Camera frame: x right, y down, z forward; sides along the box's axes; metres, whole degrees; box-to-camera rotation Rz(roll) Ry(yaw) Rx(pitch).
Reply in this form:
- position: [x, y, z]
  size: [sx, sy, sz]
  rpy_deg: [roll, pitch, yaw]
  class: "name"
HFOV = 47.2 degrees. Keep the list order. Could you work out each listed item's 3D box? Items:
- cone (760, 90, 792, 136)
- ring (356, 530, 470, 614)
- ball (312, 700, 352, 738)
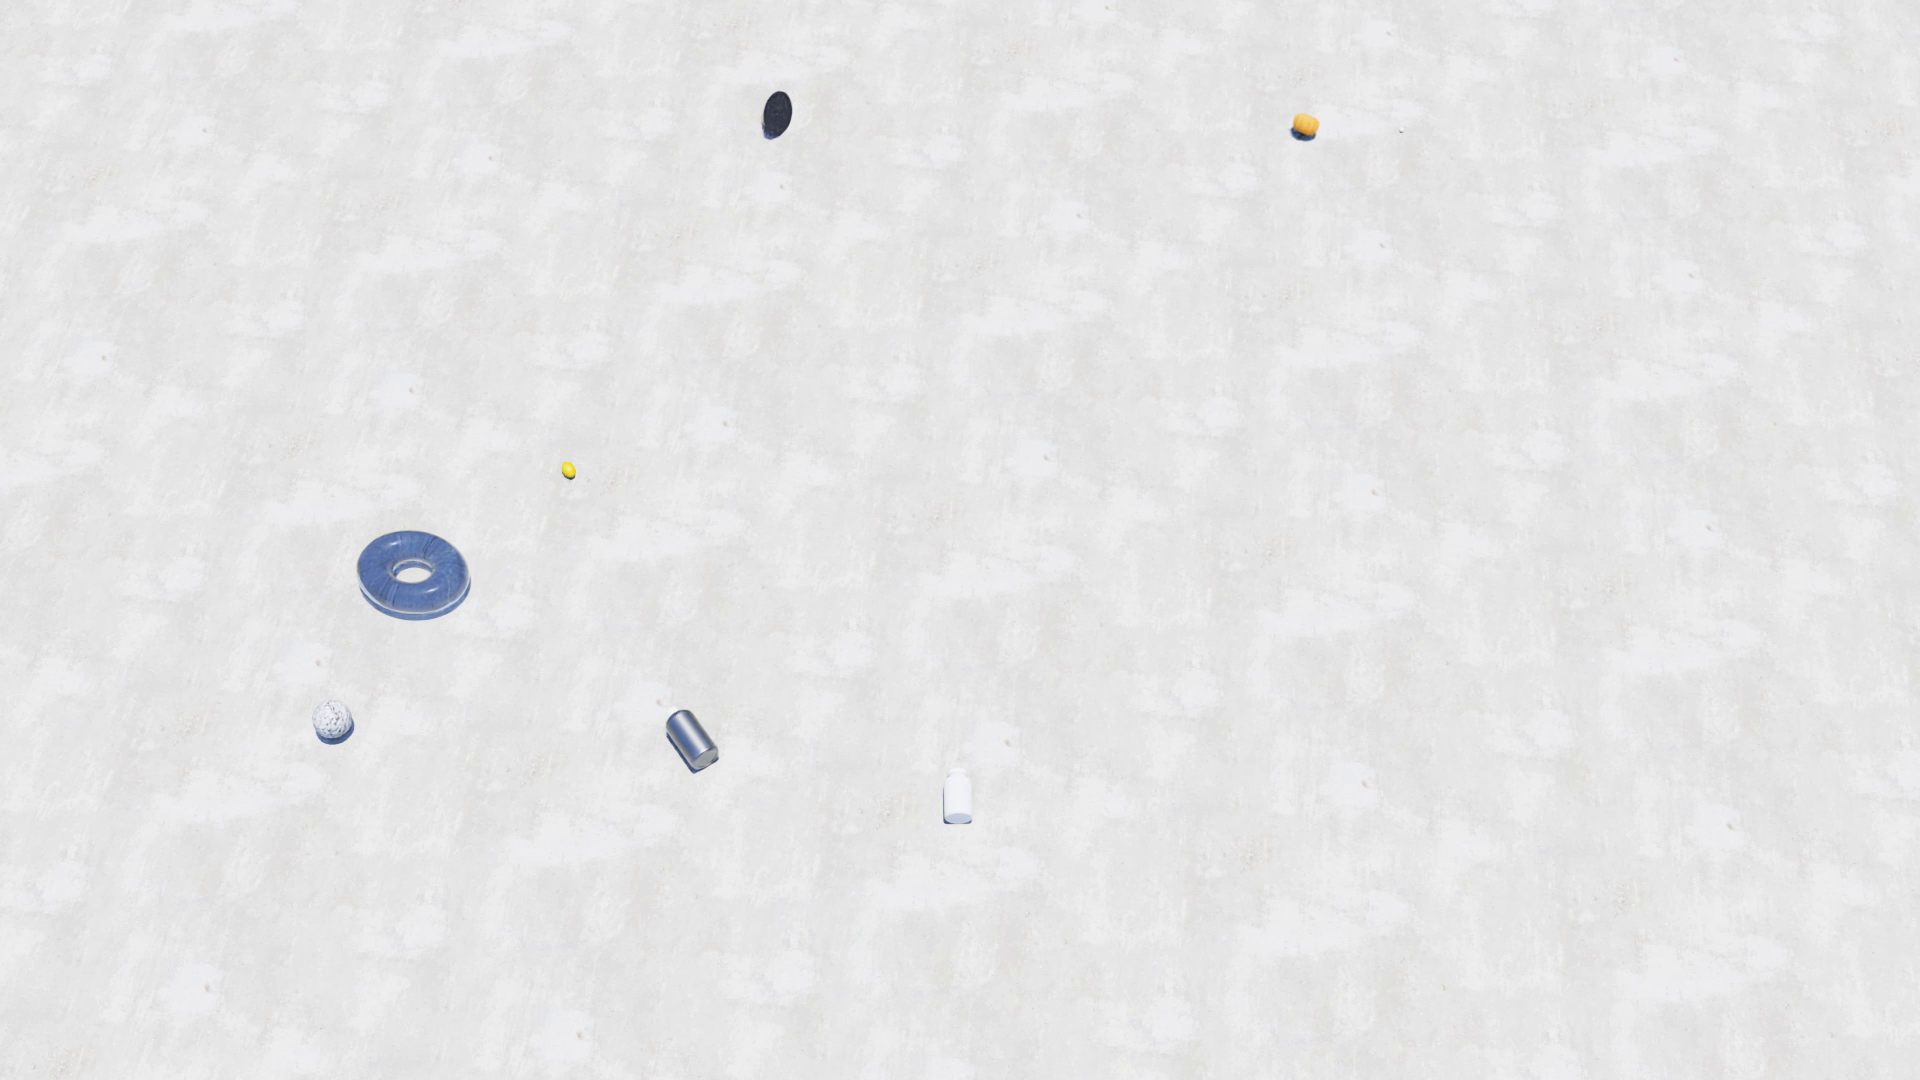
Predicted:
- position: [-0.653, -1.453, 7.518]
  size: [0.091, 0.122, 0.165]
  rpy_deg: [0, 62, 43]
  class: "cone"
- position: [-1.606, 0.093, 6.452]
  size: [0.342, 0.100, 0.272]
  rpy_deg: [16, 56, 9]
  class: "ring"
- position: [-1.762, 0.503, 6.171]
  size: [0.108, 0.108, 0.108]
  rpy_deg: [0, 56, 0]
  class: "ball"
